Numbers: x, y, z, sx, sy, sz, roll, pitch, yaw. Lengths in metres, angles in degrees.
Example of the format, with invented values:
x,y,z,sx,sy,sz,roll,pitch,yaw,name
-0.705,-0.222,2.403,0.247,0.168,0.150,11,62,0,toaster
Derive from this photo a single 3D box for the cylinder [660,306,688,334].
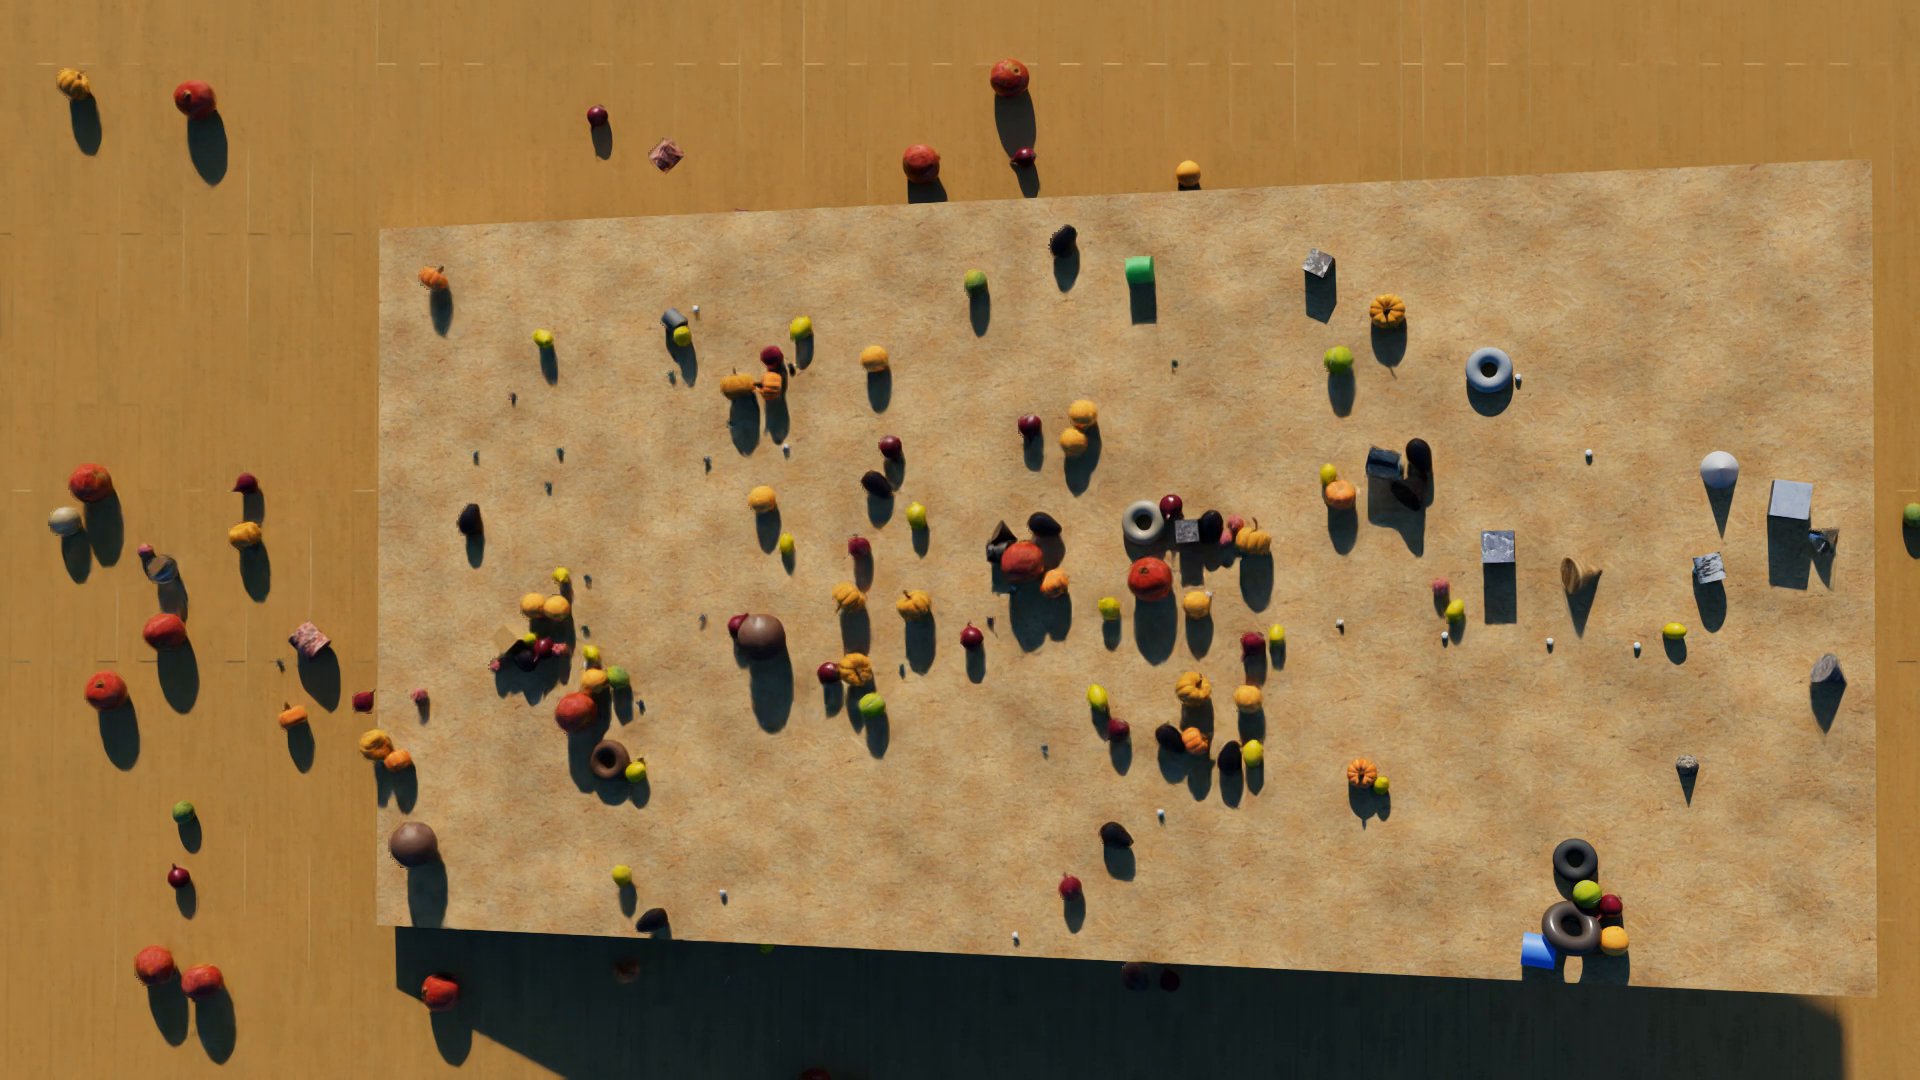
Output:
x,y,z,sx,sy,sz,roll,pitch,yaw,name
-0.786,-0.605,6.054,0.053,0.053,0.053,43,89,12,cylinder

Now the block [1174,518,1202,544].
x,y,z,sx,sy,sz,roll,pitch,yaw,name
0.589,-0.023,5.659,0.058,0.058,0.058,-5,88,15,block

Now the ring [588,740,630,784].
x,y,z,sx,sy,sz,roll,pitch,yaw,name
-0.972,0.614,6.095,0.122,0.041,0.122,-1,88,16,ring

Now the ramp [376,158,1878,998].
x,y,z,sx,sy,sz,roll,pitch,yaw,name
0.268,0.096,5.829,4.000,0.100,2.000,0,89,16,ramp

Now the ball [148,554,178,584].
x,y,z,sx,sy,sz,roll,pitch,yaw,name
-2.310,0.084,6.374,0.083,0.083,0.083,0,89,0,ball

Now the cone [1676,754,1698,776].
x,y,z,sx,sy,sz,roll,pitch,yaw,name
1.762,0.549,5.324,0.054,0.054,0.054,0,89,16,cone

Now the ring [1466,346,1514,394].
x,y,z,sx,sy,sz,roll,pitch,yaw,name
1.317,-0.423,5.472,0.116,0.039,0.116,0,90,14,ring

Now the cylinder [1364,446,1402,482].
x,y,z,sx,sy,sz,roll,pitch,yaw,name
1.063,-0.191,5.519,0.077,0.077,0.077,13,89,15,cylinder

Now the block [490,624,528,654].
x,y,z,sx,sy,sz,roll,pitch,yaw,name
-1.267,0.278,6.171,0.062,0.062,0.062,-46,78,10,block

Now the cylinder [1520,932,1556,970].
x,y,z,sx,sy,sz,roll,pitch,yaw,name
1.422,1.009,5.399,0.080,0.080,0.080,7,89,16,cylinder

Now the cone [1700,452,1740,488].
x,y,z,sx,sy,sz,roll,pitch,yaw,name
1.832,-0.171,5.297,0.090,0.090,0.090,0,89,16,cone

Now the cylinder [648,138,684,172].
x,y,z,sx,sy,sz,roll,pitch,yaw,name
-0.828,-1.084,6.199,0.070,0.070,0.070,-43,89,16,cylinder

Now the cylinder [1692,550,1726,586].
x,y,z,sx,sy,sz,roll,pitch,yaw,name
1.811,0.067,5.312,0.065,0.065,0.065,-22,102,0,cylinder

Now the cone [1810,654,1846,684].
x,y,z,sx,sy,sz,roll,pitch,yaw,name
2.087,0.325,5.246,0.079,0.079,0.079,32,89,-13,cone

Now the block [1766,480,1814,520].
x,y,z,sx,sy,sz,roll,pitch,yaw,name
1.983,-0.095,5.256,0.086,0.086,0.086,9,91,16,block

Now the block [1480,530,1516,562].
x,y,z,sx,sy,sz,roll,pitch,yaw,name
1.331,0.016,5.440,0.078,0.078,0.078,-1,89,16,block

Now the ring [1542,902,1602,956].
x,y,z,sx,sy,sz,roll,pitch,yaw,name
1.492,0.948,5.365,0.148,0.049,0.148,2,51,-3,ring

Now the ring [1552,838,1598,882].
x,y,z,sx,sy,sz,roll,pitch,yaw,name
1.511,0.787,5.401,0.108,0.036,0.108,0,90,17,ring

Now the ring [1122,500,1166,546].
x,y,z,sx,sy,sz,roll,pitch,yaw,name
0.477,-0.045,5.700,0.120,0.040,0.120,0,89,17,ring

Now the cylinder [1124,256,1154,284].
x,y,z,sx,sy,sz,roll,pitch,yaw,name
0.466,-0.698,5.699,0.065,0.065,0.065,-5,89,15,cylinder

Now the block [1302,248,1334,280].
x,y,z,sx,sy,sz,roll,pitch,yaw,name
0.910,-0.700,5.579,0.058,0.058,0.058,27,96,14,block

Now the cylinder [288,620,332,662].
x,y,z,sx,sy,sz,roll,pitch,yaw,name
-1.883,0.294,6.370,0.085,0.085,0.085,42,89,1,cylinder

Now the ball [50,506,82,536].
x,y,z,sx,sy,sz,roll,pitch,yaw,name
-2.592,-0.055,6.375,0.084,0.084,0.084,0,89,0,ball

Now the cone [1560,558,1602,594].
x,y,z,sx,sy,sz,roll,pitch,yaw,name
1.538,0.080,5.401,0.090,0.090,0.090,-9,89,-11,cone
